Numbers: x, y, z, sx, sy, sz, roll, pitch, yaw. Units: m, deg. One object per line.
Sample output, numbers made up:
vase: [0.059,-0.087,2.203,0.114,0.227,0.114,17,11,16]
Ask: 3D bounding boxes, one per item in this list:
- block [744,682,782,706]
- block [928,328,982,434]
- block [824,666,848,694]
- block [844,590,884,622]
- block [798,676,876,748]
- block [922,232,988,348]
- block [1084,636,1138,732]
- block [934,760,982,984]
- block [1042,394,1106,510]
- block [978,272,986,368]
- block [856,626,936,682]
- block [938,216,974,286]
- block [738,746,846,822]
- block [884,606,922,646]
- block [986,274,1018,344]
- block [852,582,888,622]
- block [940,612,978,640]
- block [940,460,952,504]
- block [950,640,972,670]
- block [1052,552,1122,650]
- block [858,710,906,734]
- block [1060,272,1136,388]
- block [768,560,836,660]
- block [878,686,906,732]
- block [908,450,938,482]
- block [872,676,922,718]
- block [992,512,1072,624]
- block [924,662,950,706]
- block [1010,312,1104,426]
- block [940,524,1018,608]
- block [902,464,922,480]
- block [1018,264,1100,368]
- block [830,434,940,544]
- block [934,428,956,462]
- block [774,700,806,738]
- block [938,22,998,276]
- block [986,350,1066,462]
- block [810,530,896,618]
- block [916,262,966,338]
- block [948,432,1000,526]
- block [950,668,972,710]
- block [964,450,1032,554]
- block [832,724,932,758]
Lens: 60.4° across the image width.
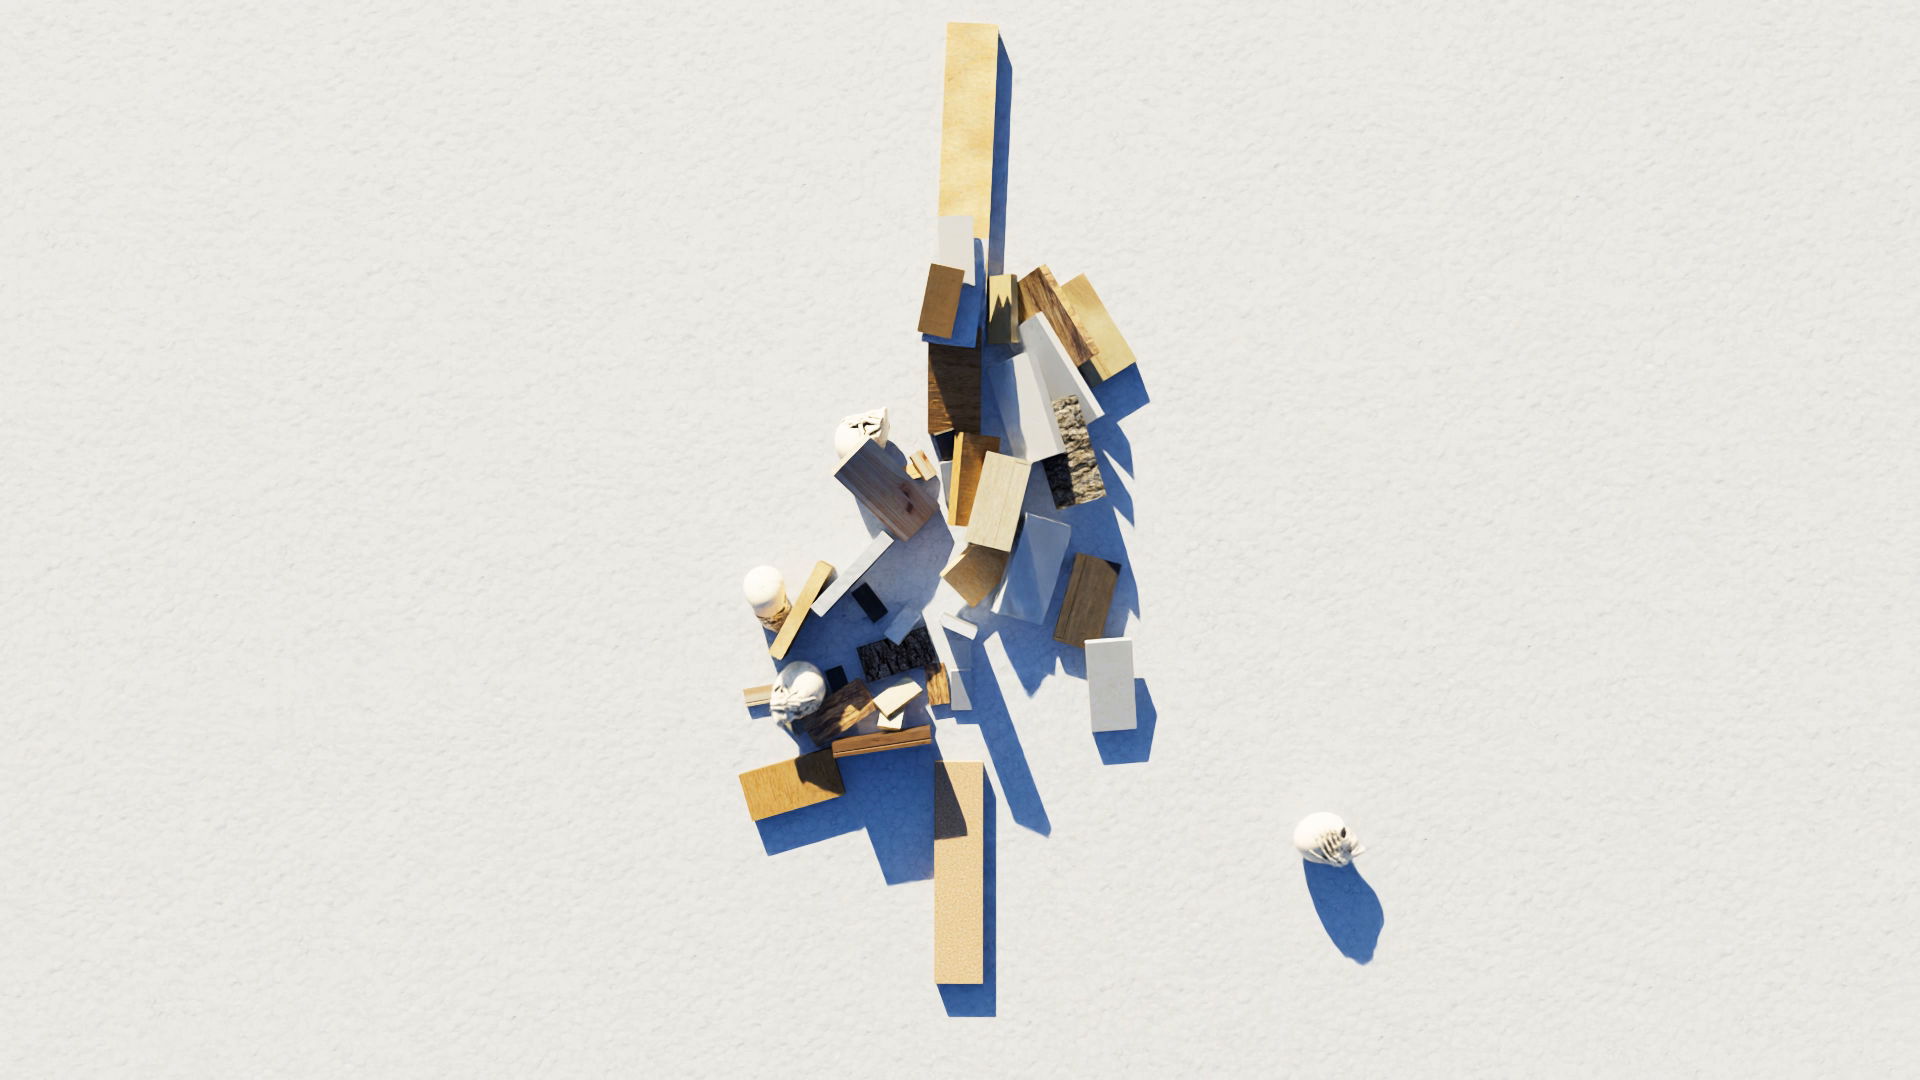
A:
block: [-0.657,0.515,5.492,0.120,0.017,0.060,-10,90,0]
block: [-0.018,-0.524,5.429,0.175,0.049,0.349,1,106,0]
block: [-0.402,0.483,5.492,0.060,0.017,0.120,-20,90,0]
block: [-0.319,0.220,5.491,0.125,0.018,0.063,-28,90,0]
block: [-0.403,0.571,5.463,0.241,0.034,0.121,-34,87,0]
block: [-0.016,-0.804,5.328,0.175,0.049,0.349,7,93,0]
block: [0.499,0.478,5.454,0.151,0.043,0.302,-4,100,0]
block: [-0.005,1.101,5.477,0.160,0.045,0.732,0,90,0]
block: [0.350,-0.287,5.424,0.173,0.049,0.346,-16,91,39]
block: [-0.004,-0.744,5.418,0.175,0.049,0.349,1,106,0]
block: [-0.210,0.381,5.483,0.241,0.034,0.121,-18,90,0]
block: [-0.011,-0.924,5.282,0.111,0.031,0.222,-2,93,0]
block: [-0.556,0.810,5.477,0.320,0.045,0.160,-16,90,0]
block: [-0.191,0.283,5.468,0.063,0.018,0.125,34,76,18]
block: [0.140,-0.761,5.444,0.031,0.111,0.222,-3,94,-43]
block: [-0.299,0.208,5.473,0.063,0.018,0.125,-37,90,0]
block: [-0.005,0.278,5.379,0.121,0.241,0.034,24,90,0]
block: [-0.024,-0.194,5.473,0.069,0.020,0.139,-9,104,-3]
block: [0.003,0.402,5.490,0.068,0.019,0.136,-1,90,0]
block: [0.421,0.206,5.479,0.151,0.043,0.302,16,90,0]
block: [-0.263,0.600,5.489,0.156,0.021,0.075,-9,90,0]
block: [0.424,-0.695,5.476,0.171,0.048,0.341,-32,90,0]
block: [-0.518,0.228,5.415,0.048,0.170,0.340,29,90,0]
block: [-0.221,0.557,5.445,0.075,0.021,0.149,7,54,5]
block: [-0.122,-0.249,5.483,0.049,0.014,0.098,-33,90,-26]
block: [-0.207,0.517,5.447,0.149,0.021,0.075,-35,64,-23]
block: [0.239,0.095,5.437,0.170,0.048,0.340,16,93,-23]
block: [-0.077,0.478,5.490,0.068,0.019,0.136,-9,90,0]
block: [0.310,-0.543,5.435,0.151,0.043,0.394,-31,90,40]
block: [0.097,0.063,5.455,0.305,0.043,0.153,-44,109,0]
block: [-0.180,-0.220,5.485,0.098,0.014,0.049,-16,82,-6]
block: [0.301,-0.716,5.428,0.171,0.048,0.341,-32,90,38]
block: [-0.242,-0.167,5.405,0.173,0.049,0.346,-46,115,0]
block: [-0.033,-0.298,5.461,0.069,0.020,0.139,-17,115,1]
block: [-0.557,0.595,5.492,0.060,0.017,0.120,-42,90,0]
block: [0.020,-1.213,5.476,0.171,0.048,0.994,3,90,0]
block: [0.218,-0.430,5.427,0.173,0.049,0.347,-17,90,39]
block: [-0.349,0.110,5.415,0.048,0.170,0.340,44,90,0]
block: [-0.060,-0.765,5.267,0.111,0.031,0.222,12,104,0]
block: [0.046,-0.195,5.438,0.153,0.043,0.305,5,90,-36]
block: [0.005,0.497,5.477,0.068,0.019,0.136,-1,102,0]
block: [0.125,-0.124,5.393,0.153,0.043,0.305,14,84,3]
block: [-0.254,0.660,5.420,0.320,0.160,0.045,-8,90,0]
